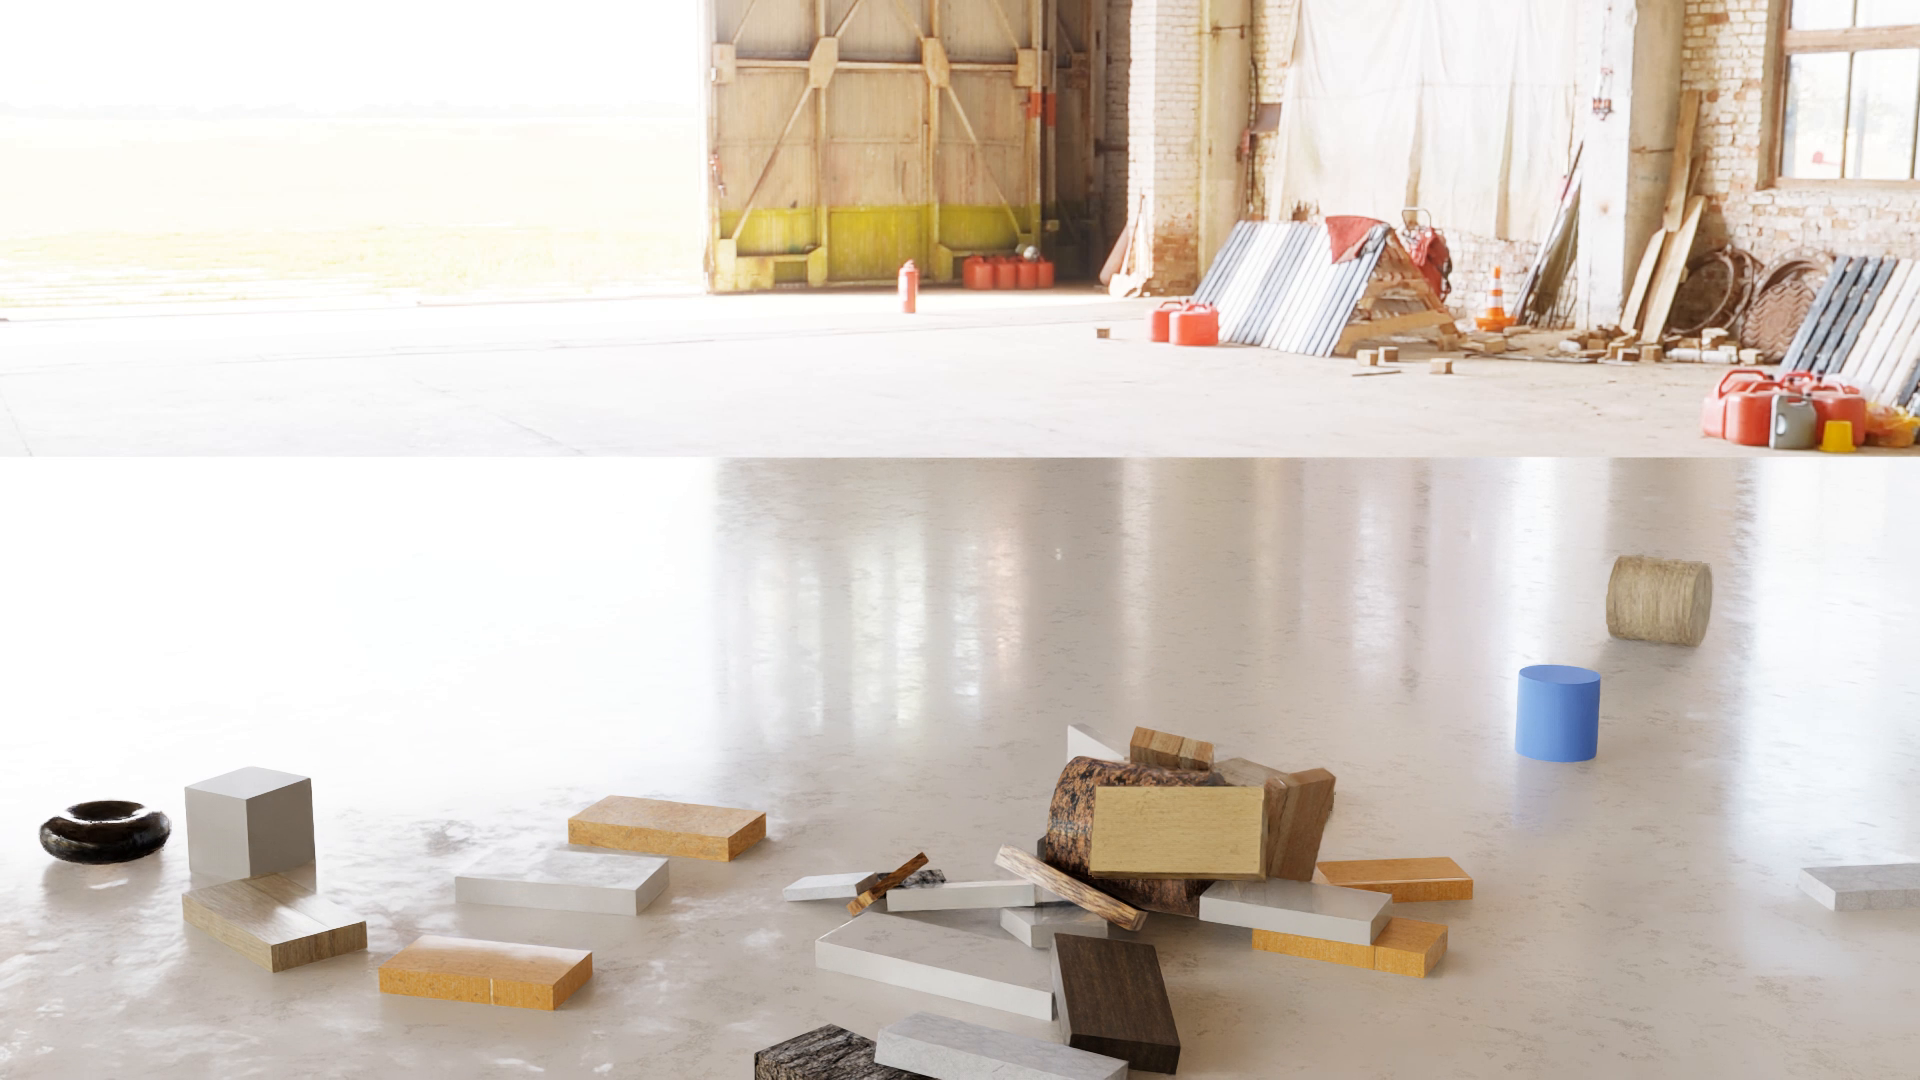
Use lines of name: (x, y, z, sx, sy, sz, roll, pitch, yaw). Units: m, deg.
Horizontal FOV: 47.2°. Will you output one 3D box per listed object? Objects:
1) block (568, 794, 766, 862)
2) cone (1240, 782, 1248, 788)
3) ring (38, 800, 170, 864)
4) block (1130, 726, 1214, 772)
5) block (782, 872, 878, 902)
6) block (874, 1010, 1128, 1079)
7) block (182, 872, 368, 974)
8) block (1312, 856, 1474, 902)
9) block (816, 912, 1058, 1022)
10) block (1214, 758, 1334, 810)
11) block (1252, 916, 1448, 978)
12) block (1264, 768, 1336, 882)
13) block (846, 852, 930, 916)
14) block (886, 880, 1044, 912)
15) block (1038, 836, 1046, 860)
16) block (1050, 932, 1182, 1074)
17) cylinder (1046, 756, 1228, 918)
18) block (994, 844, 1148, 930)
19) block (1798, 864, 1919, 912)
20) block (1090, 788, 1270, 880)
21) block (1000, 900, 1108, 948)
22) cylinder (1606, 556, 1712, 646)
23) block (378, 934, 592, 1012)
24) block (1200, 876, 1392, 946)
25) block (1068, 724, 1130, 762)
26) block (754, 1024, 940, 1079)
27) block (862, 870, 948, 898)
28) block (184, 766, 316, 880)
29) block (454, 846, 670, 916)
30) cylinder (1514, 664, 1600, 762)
block: (-0.525, 0.516, 3.947, 0.315, 0.045, 0.158, 4, 11, 19)
cone: (0.476, 0.492, 3.699, 0.182, 0.182, 0.182, 0, 11, 0)
ring: (-1.509, 0.513, 3.880, 0.219, 0.073, 0.219, 4, 9, -1)
block: (0.361, 0.420, 3.718, 0.133, 0.266, 0.038, 12, 53, 16)
block: (-0.214, 0.572, 3.629, 0.141, 0.020, 0.071, -9, 5, 29)
block: (0.056, 0.686, 2.889, 0.300, 0.042, 0.150, 9, 2, 20)
block: (-1.088, 0.602, 3.483, 0.158, 0.045, 0.315, -10, 14, -42)
block: (0.723, 0.570, 3.682, 0.239, 0.034, 0.119, -1, 11, -7)
block: (-0.006, 0.636, 3.304, 0.408, 0.042, 0.150, 6, 12, 30)
block: (0.571, 0.473, 4.194, 0.133, 0.038, 0.265, -7, 13, -34)
block: (0.606, 0.617, 3.417, 0.271, 0.038, 0.135, 5, 12, 27)
block: (0.529, 0.488, 3.563, 0.119, 0.238, 0.034, -7, 28, -32)
block: (-0.117, 0.561, 3.593, 0.141, 0.020, 0.071, -29, -10, -48)
block: (0.009, 0.572, 3.539, 0.236, 0.033, 0.118, -4, -5, 8)
block: (0.283, 0.542, 3.825, 0.265, 0.038, 0.133, 5, 12, 27)
block: (0.214, 0.648, 3.096, 0.150, 0.042, 0.300, 8, 16, -5)
cylinder: (0.295, 0.484, 3.601, 0.235, 0.235, 0.235, 5, 12, 25)
block: (0.177, 0.549, 3.476, 0.236, 0.033, 0.118, 25, -4, 17)
block: (1.555, 0.575, 3.654, 0.277, 0.034, 0.120, -1, 11, -6)
block: (0.342, 0.457, 3.432, 0.271, 0.135, 0.038, -3, -23, 22)
block: (0.143, 0.595, 3.416, 0.118, 0.033, 0.236, -2, -1, -10)
cylinder: (1.738, 0.152, 5.465, 0.206, 0.206, 0.206, 7, 12, 31)
block: (-0.705, 0.643, 3.276, 0.278, 0.039, 0.139, 3, 11, 14)
block: (0.526, 0.574, 3.439, 0.271, 0.038, 0.135, 5, 12, 24)
block: (0.270, 0.436, 4.167, 0.034, 0.120, 0.240, -4, 11, -22)
block: (-0.127, 0.714, 2.896, 0.278, 0.039, 0.139, 10, 15, 43)
block: (-0.096, 0.577, 3.684, 0.141, 0.020, 0.071, -2, 11, -10)
block: (-1.227, 0.490, 3.803, 0.148, 0.148, 0.148, 6, 12, 29)
block: (-0.661, 0.568, 3.667, 0.315, 0.045, 0.157, 2, 11, 12)
cylinder: (1.222, 0.353, 4.497, 0.163, 0.163, 0.163, 0, 11, 0)
